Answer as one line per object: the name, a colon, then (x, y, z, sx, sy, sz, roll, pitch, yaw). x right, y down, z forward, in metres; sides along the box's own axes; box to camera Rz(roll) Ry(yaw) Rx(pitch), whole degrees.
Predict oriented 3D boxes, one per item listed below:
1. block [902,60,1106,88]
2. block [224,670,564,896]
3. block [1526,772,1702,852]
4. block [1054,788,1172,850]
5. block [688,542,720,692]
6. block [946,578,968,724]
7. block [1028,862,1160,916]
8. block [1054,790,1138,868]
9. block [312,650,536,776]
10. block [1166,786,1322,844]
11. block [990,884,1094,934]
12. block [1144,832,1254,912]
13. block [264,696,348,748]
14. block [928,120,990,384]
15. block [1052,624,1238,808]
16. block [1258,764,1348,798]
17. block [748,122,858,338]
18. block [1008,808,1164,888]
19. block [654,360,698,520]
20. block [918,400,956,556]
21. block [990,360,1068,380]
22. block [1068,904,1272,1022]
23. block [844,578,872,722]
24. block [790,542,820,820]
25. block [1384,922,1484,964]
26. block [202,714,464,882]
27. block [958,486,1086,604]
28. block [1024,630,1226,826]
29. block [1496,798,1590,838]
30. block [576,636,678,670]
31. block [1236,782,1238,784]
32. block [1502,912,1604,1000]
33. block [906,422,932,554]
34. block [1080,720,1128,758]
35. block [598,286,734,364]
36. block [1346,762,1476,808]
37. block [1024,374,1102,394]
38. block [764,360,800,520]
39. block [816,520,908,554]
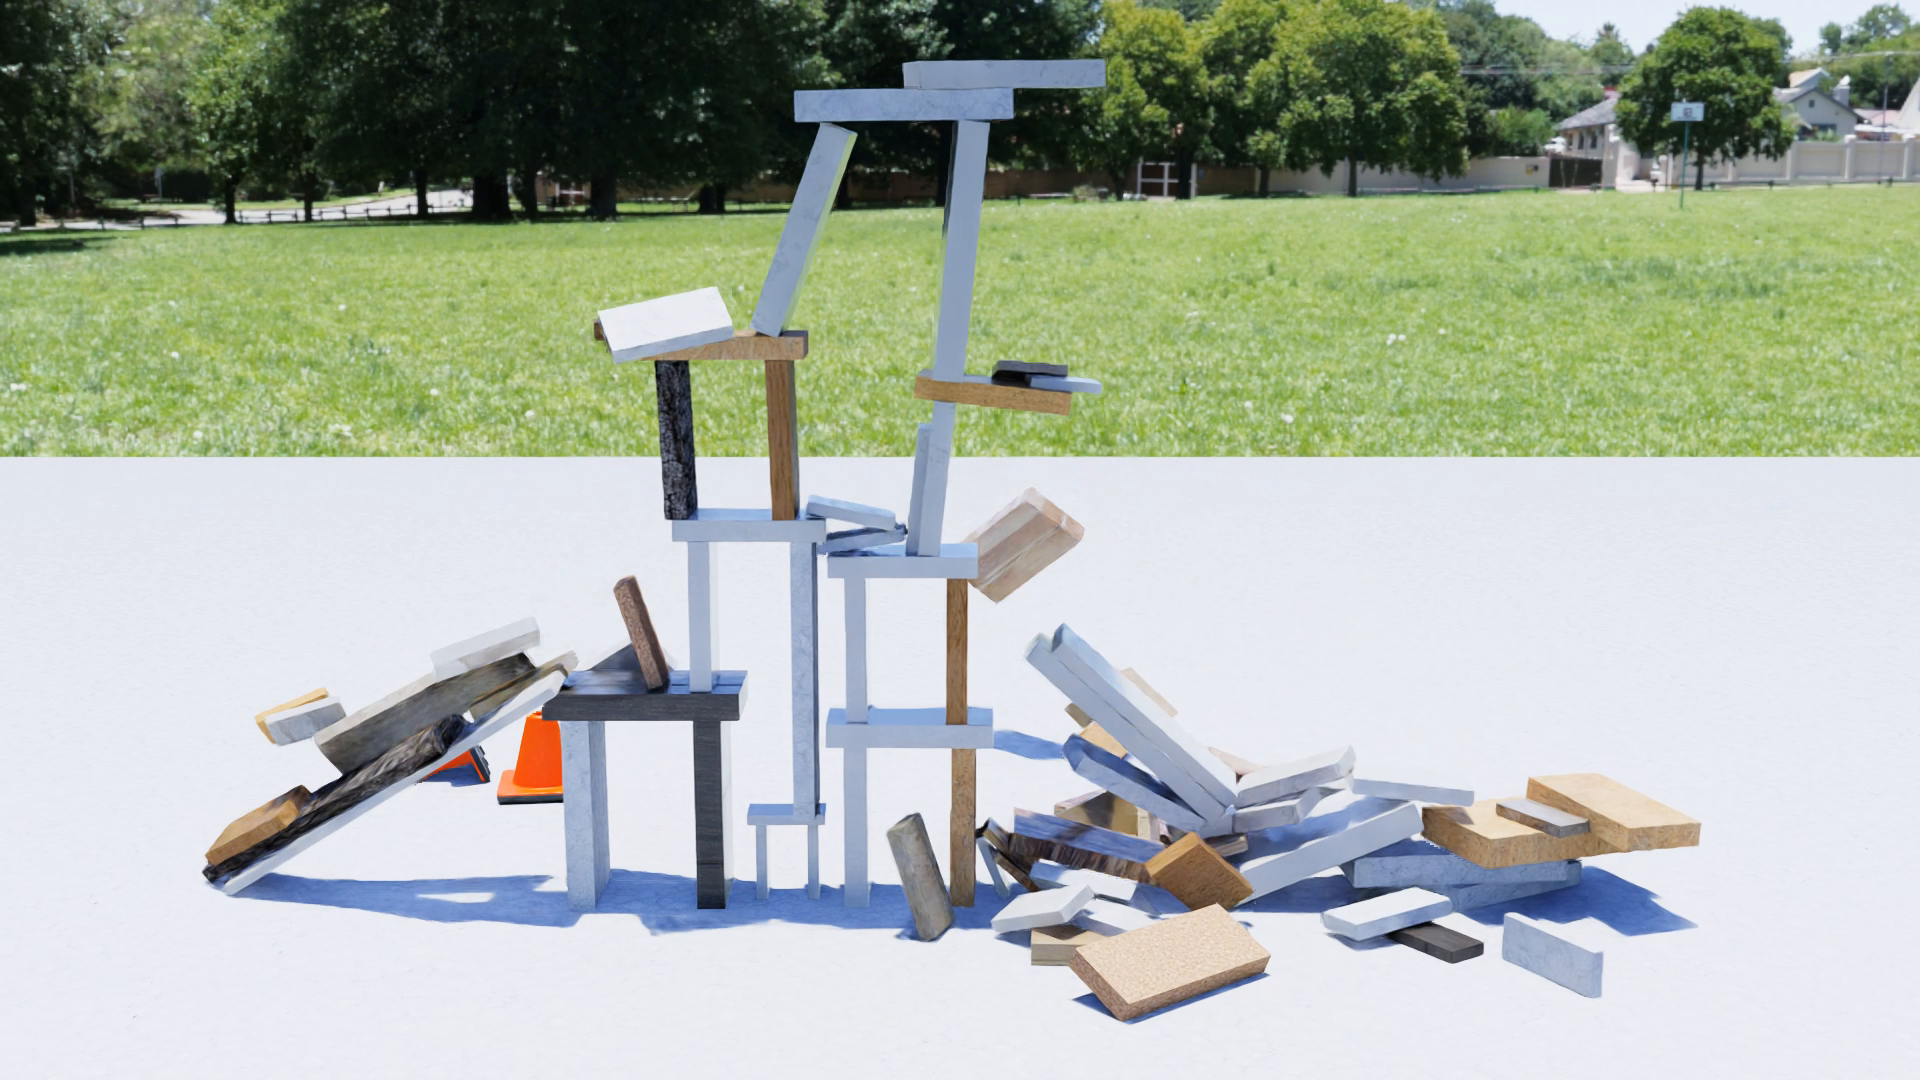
block: (0.067, -0.726, 3.434, 0.290, 0.041, 0.145, -3, 11, -12)
block: (-0.928, 0.399, 3.587, 0.701, 0.017, 0.062, -31, 19, 16)
block: (1.066, 0.443, 3.601, 0.138, 0.039, 0.275, -1, 12, -20)
block: (0.318, 0.511, 3.986, 0.275, 0.039, 0.138, 10, 14, 43)
block: (-0.417, 0.113, 3.577, 0.035, 0.246, 0.123, 0, 11, 0)
block: (-0.005, 0.168, 3.583, 0.034, 0.241, 0.121, 0, 11, -1)
block: (0.215, 0.570, 3.535, 0.195, 0.028, 0.098, 8, -31, 37)
block: (0.247, 0.492, 3.834, 0.182, 0.091, 0.026, -21, -3, -28)
block: (-0.888, 0.273, 3.666, 0.366, 0.096, 0.027, -28, 49, -3)
block: (0.473, 0.453, 3.664, 0.234, 0.033, 0.117, -14, 7, 29)
block: (0.129, 0.576, 3.440, 0.158, 0.022, 0.079, -19, 11, 46)
block: (0.377, 0.531, 3.453, 0.212, 0.091, 0.026, 44, 14, -47)
block: (-1.086, 0.302, 3.663, 0.123, 0.062, 0.017, -17, 45, -7)
block: (-0.003, -0.458, 3.471, 0.047, 0.401, 0.167, 5, 11, -4)
block: (0.302, 0.285, 3.577, 0.389, 0.026, 0.091, 41, 16, -9)
block: (0.622, 0.451, 3.859, 0.247, 0.123, 0.035, 2, 51, 33)
block: (-0.246, -0.491, 3.471, 0.047, 0.334, 0.167, 20, 11, -2)
block: (0.211, 0.510, 3.654, 0.261, 0.033, 0.117, 14, 14, -2)
block: (-0.455, -0.168, 3.532, 0.036, 0.254, 0.127, -2, 10, 1)
block: (-0.037, -0.107, 3.537, 0.035, 0.247, 0.123, 6, 10, -1)
block: (0.112, -0.271, 3.532, 0.114, 0.016, 0.057, 4, -10, -10)
block: (0.314, 0.624, 3.262, 0.298, 0.035, 0.123, -9, 38, -39)
block: (-0.167, 0.166, 3.595, 0.034, 0.241, 0.121, 0, 11, 1)
block: (-0.253, 0.219, 3.598, 0.035, 0.461, 0.123, 0, 11, 1)
block: (0.739, 0.624, 3.432, 0.071, 0.020, 0.142, -7, 13, -34)
block: (-1.044, 0.431, 3.646, 0.552, 0.026, 0.090, -28, 20, 24)
block: (0.110, 0.013, 4.510, 0.290, 0.145, 0.041, -38, 21, 43)
block: (0.272, 0.307, 3.618, 0.410, 0.035, 0.123, 42, 8, -2)
block: (0.947, 0.452, 3.580, 0.069, 0.020, 0.138, -5, 12, -33)
block: (-0.575, 0.227, 3.706, 0.181, 0.090, 0.026, -31, 28, 19)
block: (0.481, 0.479, 3.816, 0.091, 0.026, 0.183, -14, -41, 29)
block: (0.888, 0.622, 3.300, 0.020, 0.071, 0.186, -5, 11, -29)
block: (-0.067, -0.084, 3.542, 0.020, 0.202, 0.072, 6, 11, -1)
block: (0.269, 0.344, 3.901, 0.022, 0.079, 0.235, -34, 2, 31)
block: (-0.459, -0.336, 3.427, 0.192, 0.027, 0.096, -14, 50, -15)
block: (0.735, 0.399, 3.602, 0.195, 0.028, 0.098, 6, 11, 1)
block: (0.163, -0.248, 3.492, 0.114, 0.016, 0.057, 4, 11, -10)
block: (-0.284, -0.168, 3.528, 0.036, 0.254, 0.127, -2, 10, 1)
block: (-0.158, -0.004, 3.560, 0.143, 0.020, 0.072, -9, 10, 2)
